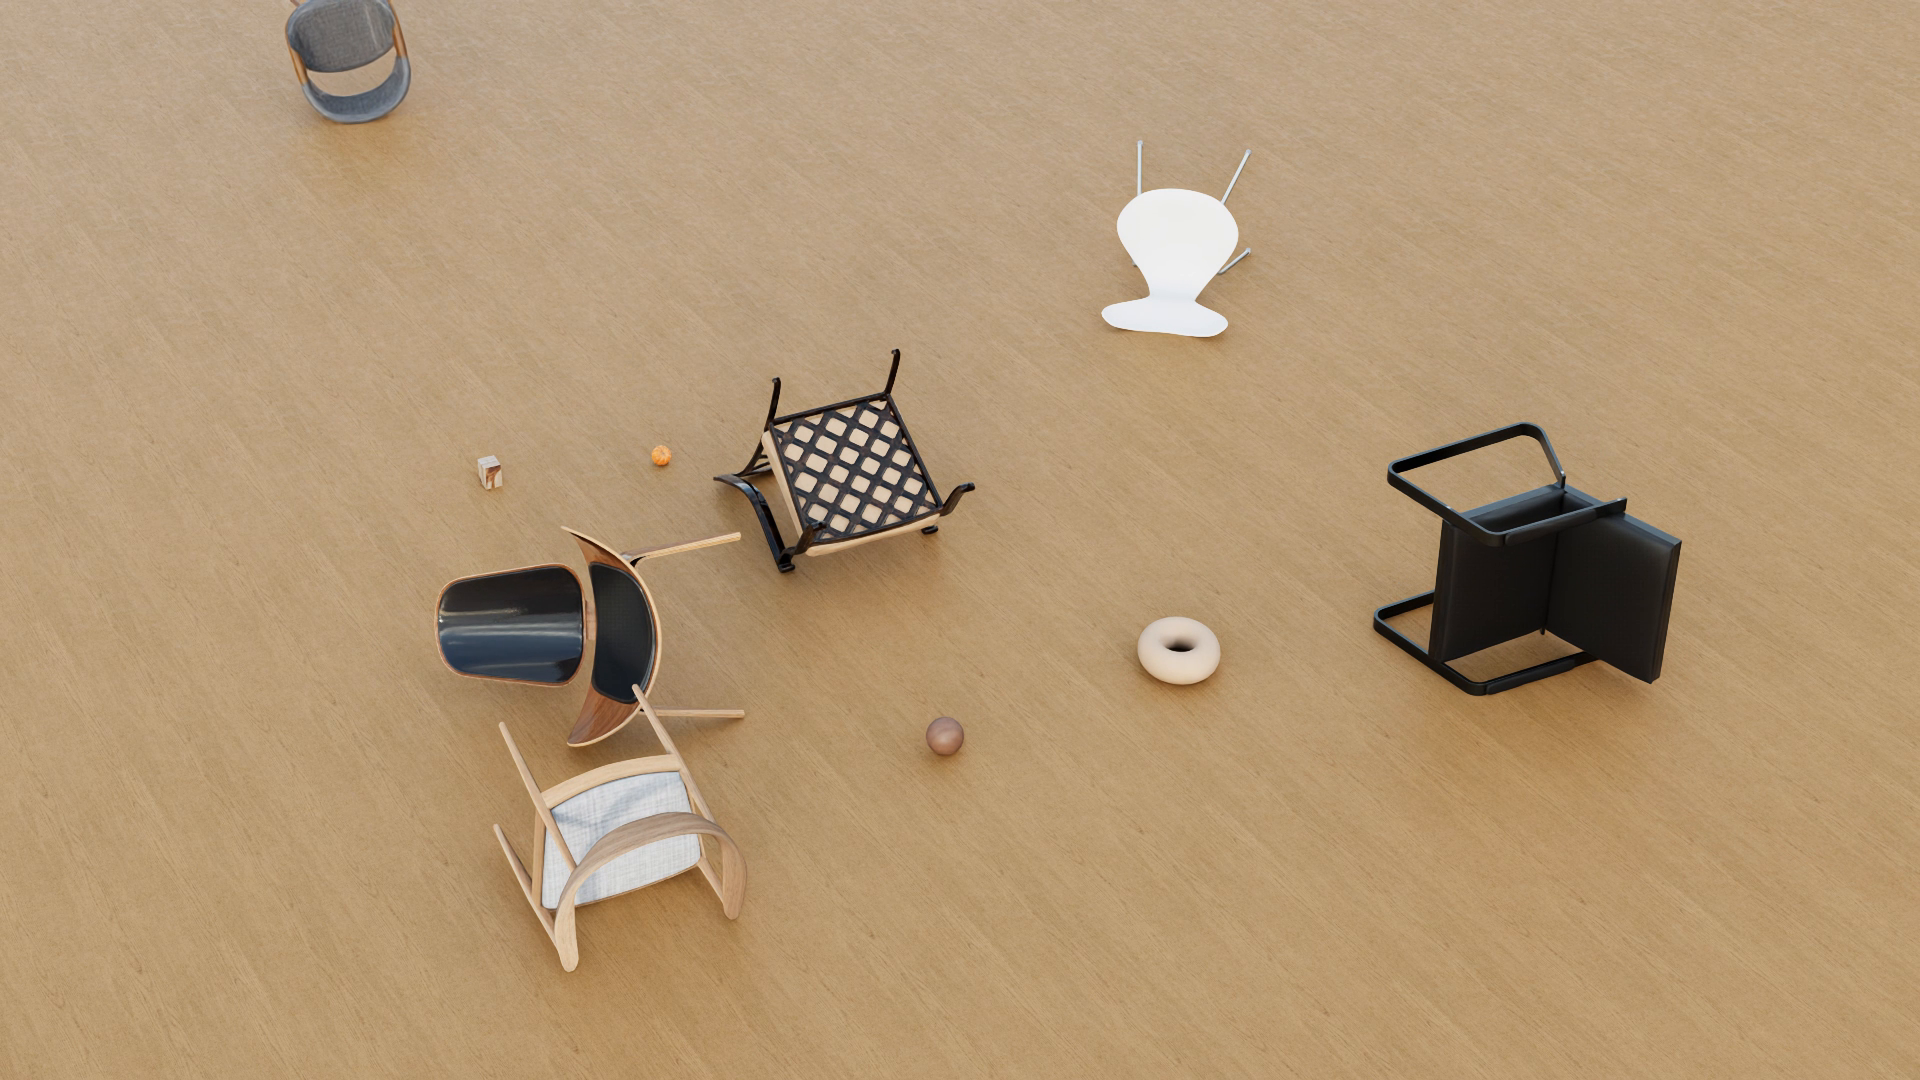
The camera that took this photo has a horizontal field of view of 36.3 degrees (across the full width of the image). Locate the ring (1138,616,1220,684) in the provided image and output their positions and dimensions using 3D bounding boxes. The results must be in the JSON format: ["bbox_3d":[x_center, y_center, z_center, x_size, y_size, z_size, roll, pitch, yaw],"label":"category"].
[{"bbox_3d":[0.766,0.386,10.256,0.288,0.114,0.333,-8,33,-9],"label":"ring"}]

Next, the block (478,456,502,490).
[{"bbox_3d":[-1.803,-0.259,11.251,0.066,0.095,0.075,-16,37,-23],"label":"block"}]
